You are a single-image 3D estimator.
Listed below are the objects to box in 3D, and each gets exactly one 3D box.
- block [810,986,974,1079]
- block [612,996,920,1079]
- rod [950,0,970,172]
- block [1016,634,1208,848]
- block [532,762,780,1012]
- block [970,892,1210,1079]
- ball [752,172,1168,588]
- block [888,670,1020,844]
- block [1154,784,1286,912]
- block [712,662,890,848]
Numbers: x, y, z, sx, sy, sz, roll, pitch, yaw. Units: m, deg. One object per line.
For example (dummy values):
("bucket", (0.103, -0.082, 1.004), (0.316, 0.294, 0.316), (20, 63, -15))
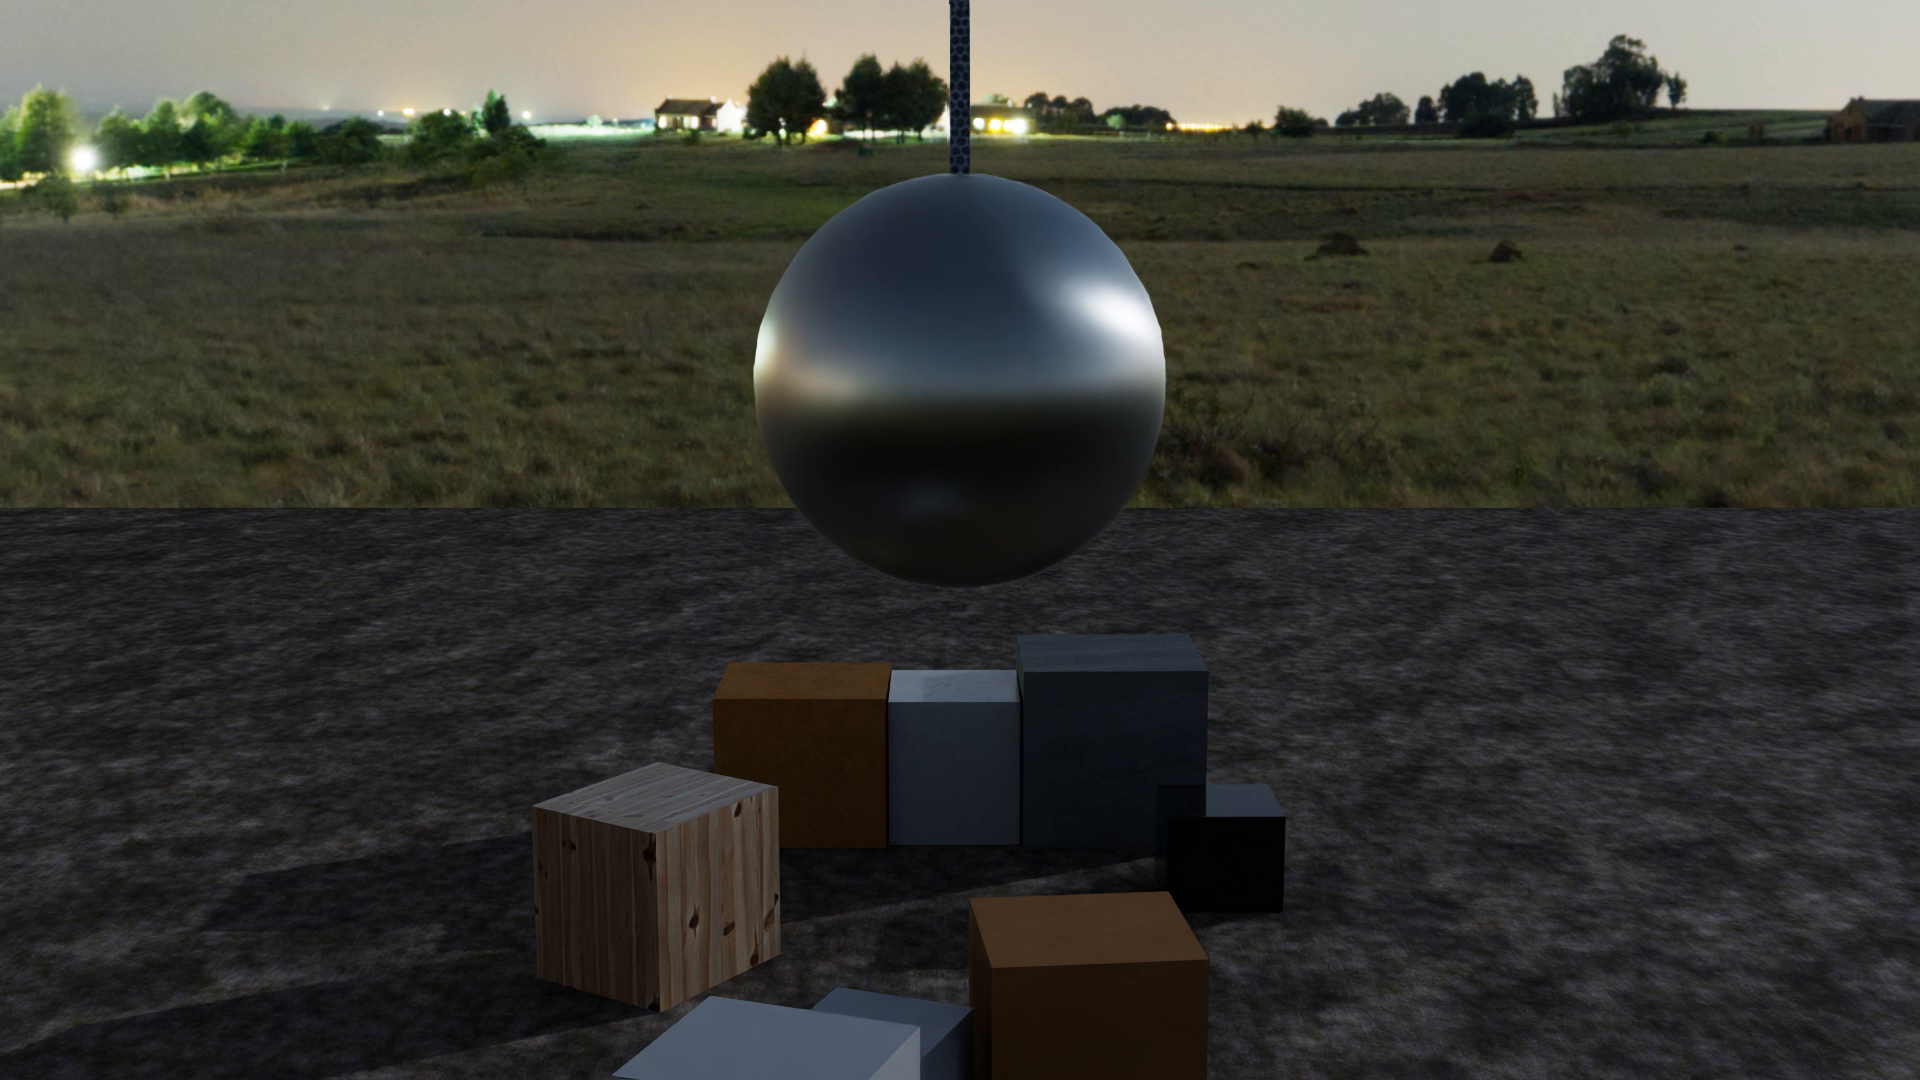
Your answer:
("block", (-0.285, 1.912, 7.557), (0.521, 0.535, 0.494), (4, 11, 21))
("block", (-0.594, 1.939, 6.939), (0.747, 0.701, 0.672), (4, 11, 20))
("rod", (0.000, -3.910, 9.370), (0.080, 5.200, 0.080), (0, -14, 0))
("block", (0.765, 1.026, 11.371), (0.915, 0.914, 0.827), (0, 10, -1))
("block", (-1.289, 1.461, 9.410), (0.688, 0.758, 0.792), (7, 12, 33))
("block", (0.443, 1.745, 7.888), (0.748, 0.744, 0.699), (-1, 10, -6))
("ball", (0.000, -0.615, 8.530), (1.600, 1.600, 1.600), (0, 10, 0))
("block", (-0.030, 1.113, 11.371), (0.659, 0.741, 0.674), (0, 10, 0))
("block", (1.214, 1.444, 10.340), (0.541, 0.459, 0.515), (0, 10, -1))
("block", (-0.798, 1.099, 11.367), (0.857, 0.771, 0.776), (0, 10, 0))
